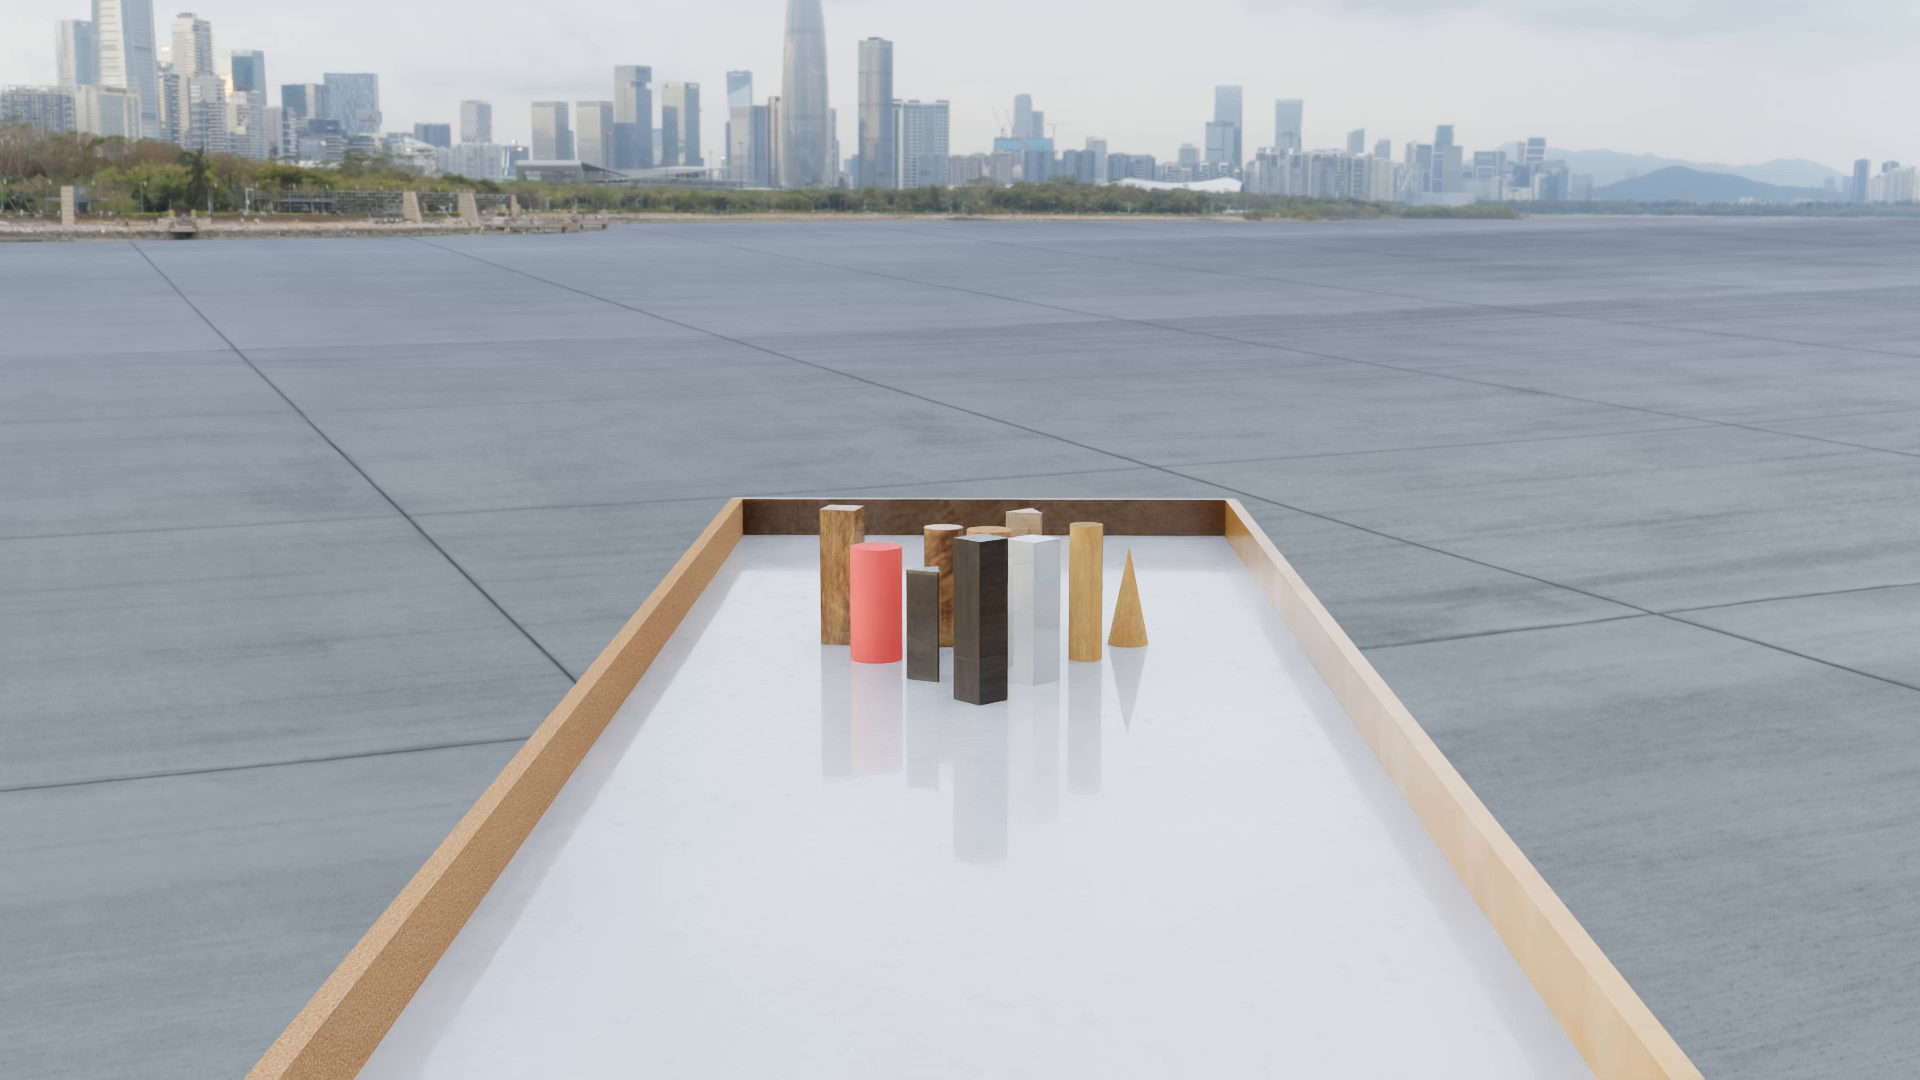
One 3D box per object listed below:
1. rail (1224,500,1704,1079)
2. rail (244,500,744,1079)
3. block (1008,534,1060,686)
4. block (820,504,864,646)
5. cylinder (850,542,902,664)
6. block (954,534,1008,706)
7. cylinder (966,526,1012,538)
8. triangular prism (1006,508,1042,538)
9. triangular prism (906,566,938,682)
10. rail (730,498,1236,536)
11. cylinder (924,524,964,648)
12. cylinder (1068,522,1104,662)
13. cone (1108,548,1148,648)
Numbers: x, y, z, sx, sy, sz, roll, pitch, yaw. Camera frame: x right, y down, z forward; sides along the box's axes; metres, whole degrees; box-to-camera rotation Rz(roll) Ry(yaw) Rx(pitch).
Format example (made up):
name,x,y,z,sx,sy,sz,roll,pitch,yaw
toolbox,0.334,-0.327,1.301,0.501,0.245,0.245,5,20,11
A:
name,x,y,z,sx,sy,sz,roll,pitch,yaw
rail,1.046,0.843,3.208,0.050,0.150,12.000,0,9,1
rail,-1.004,0.839,3.234,0.050,0.150,12.000,0,9,1
block,0.211,0.202,6.397,0.114,0.418,0.114,9,13,44
block,-0.371,0.110,6.944,0.113,0.429,0.113,2,9,13
cylinder,-0.255,0.191,6.699,0.159,0.347,0.159,0,9,0
block,0.058,0.221,6.145,0.108,0.460,0.108,-8,12,-41
cylinder,0.089,0.169,6.649,0.138,0.405,0.138,0,9,0
triangular prism,0.213,0.112,6.970,0.116,0.417,0.100,3,9,16
triangular prism,-0.088,0.243,6.435,0.107,0.325,0.093,5,10,28
rail,0.099,-0.098,9.147,2.100,0.150,0.050,0,9,1
cylinder,-0.052,0.143,6.919,0.123,0.372,0.123,0,9,0
cylinder,0.383,0.157,6.691,0.102,0.415,0.102,0,9,0
cone,0.531,0.174,6.923,0.129,0.309,0.129,0,9,0
